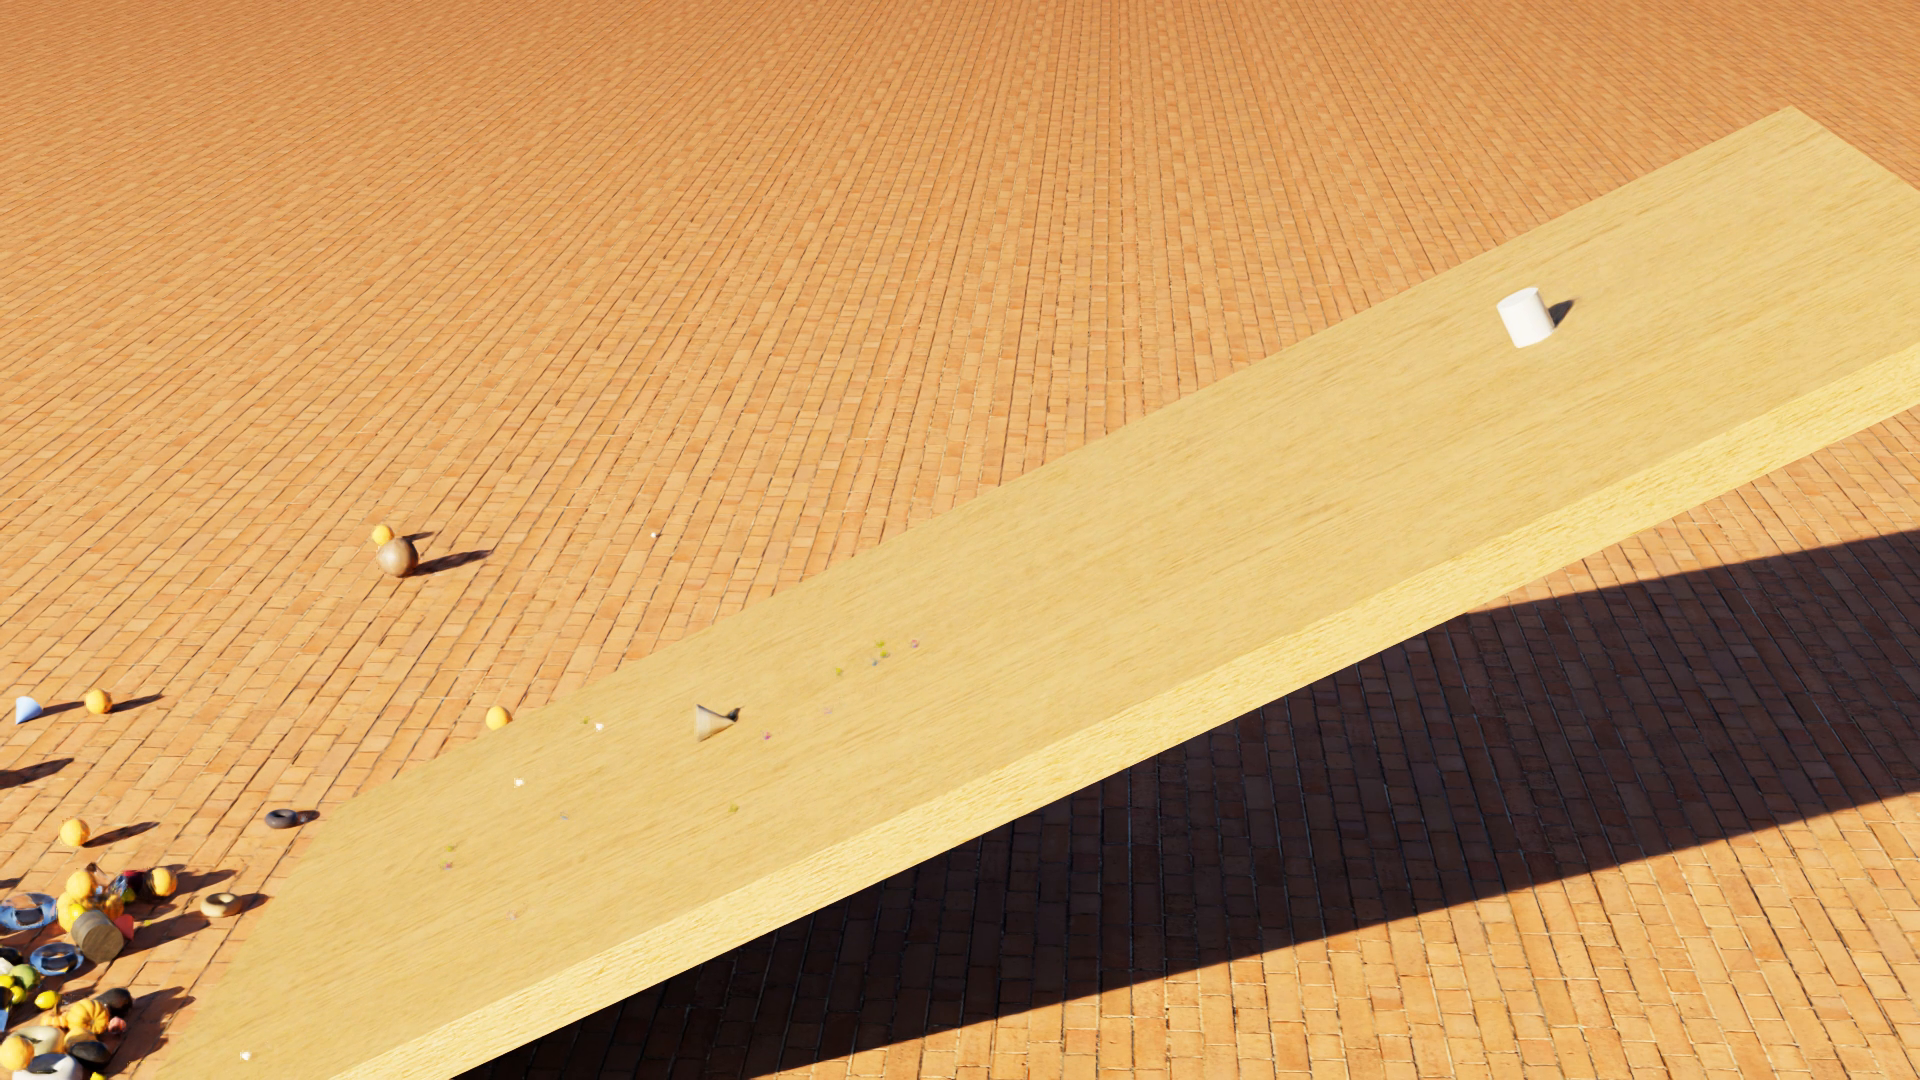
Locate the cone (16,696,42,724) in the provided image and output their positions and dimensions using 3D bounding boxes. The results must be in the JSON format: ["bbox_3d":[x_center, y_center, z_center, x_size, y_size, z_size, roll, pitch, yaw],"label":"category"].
[{"bbox_3d":[-2.686,0.503,8.429,0.077,0.077,0.077,5,44,17],"label":"cone"}]

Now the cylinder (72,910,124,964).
[{"bbox_3d":[-2.027,0.931,6.910,0.096,0.096,0.096,-10,20,-30],"label":"cylinder"}]

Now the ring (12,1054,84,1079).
[{"bbox_3d":[-1.951,1.145,6.290,0.146,0.049,0.146,1,17,0],"label":"ring"}]

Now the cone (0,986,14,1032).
[{"bbox_3d":[-2.147,1.064,6.565,0.096,0.096,0.096,-10,46,-30],"label":"cone"}]

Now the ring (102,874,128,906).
[{"bbox_3d":[-2.068,0.858,7.196,0.029,0.087,0.087,38,5,-20],"label":"ring"}]

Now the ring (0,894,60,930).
[{"bbox_3d":[-2.251,0.897,7.108,0.145,0.048,0.145,0,18,0],"label":"ring"}]

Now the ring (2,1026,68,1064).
[{"bbox_3d":[-2.022,1.104,6.426,0.140,0.047,0.140,-1,17,0],"label":"ring"}]

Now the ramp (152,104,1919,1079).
[{"bbox_3d":[0.140,0.168,6.281,4.000,0.100,2.000,-26,14,10],"label":"ramp"}]

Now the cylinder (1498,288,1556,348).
[{"bbox_3d":[1.184,-0.466,6.147,0.092,0.092,0.092,-26,14,7],"label":"cylinder"}]

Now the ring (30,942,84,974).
[{"bbox_3d":[-2.107,0.976,6.858,0.123,0.041,0.123,1,18,0],"label":"ring"}]

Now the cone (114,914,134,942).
[{"bbox_3d":[-1.985,0.936,7.012,0.062,0.062,0.062,-15,49,-40],"label":"cone"}]

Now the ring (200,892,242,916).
[{"bbox_3d":[-1.799,0.888,7.161,0.098,0.033,0.098,1,18,0],"label":"ring"}]

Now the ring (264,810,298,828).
[{"bbox_3d":[-1.774,0.729,7.692,0.088,0.029,0.088,1,18,0],"label":"ring"}]
